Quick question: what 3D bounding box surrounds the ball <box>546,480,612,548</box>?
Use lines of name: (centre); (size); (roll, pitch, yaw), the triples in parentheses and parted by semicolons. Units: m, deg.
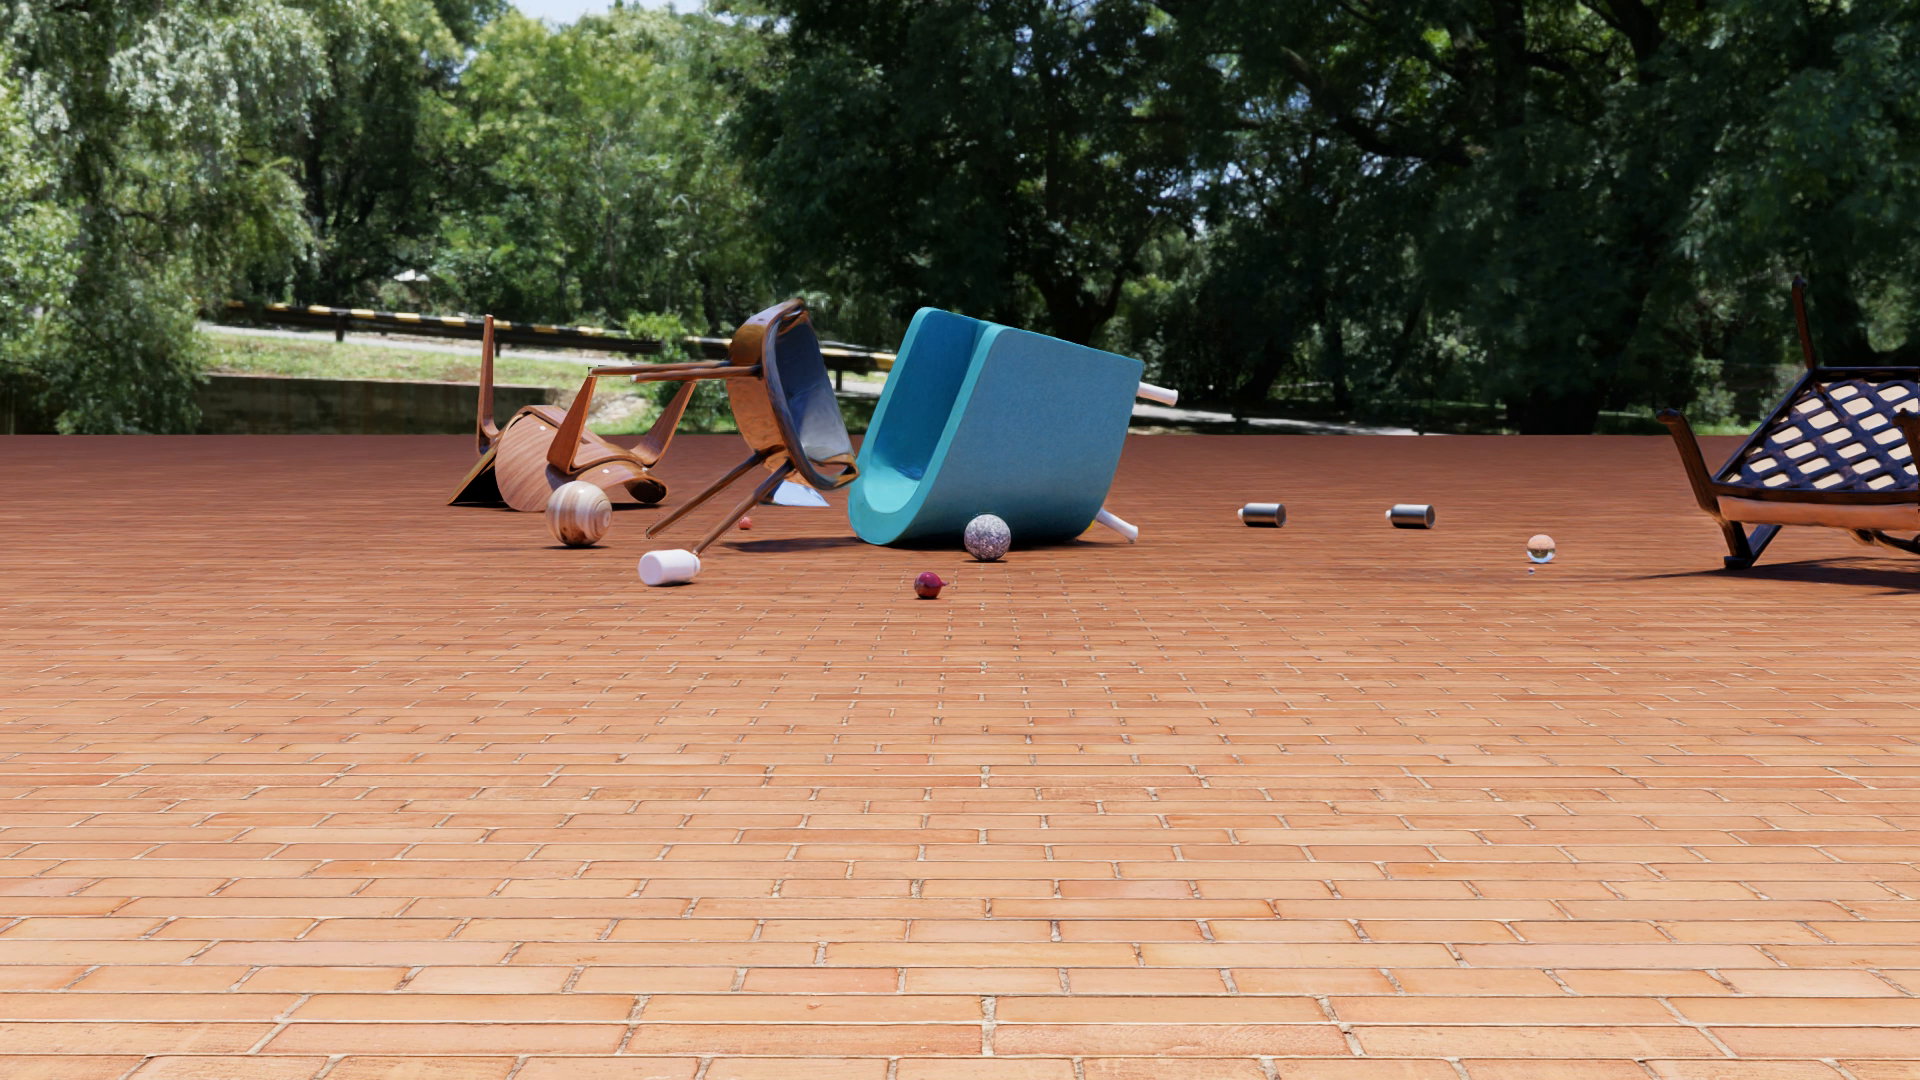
ball: (-1.082, -0.074, 6.242); (0.189, 0.189, 0.189); (0, 4, 0)

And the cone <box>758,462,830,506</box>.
cone: (-0.605, -0.176, 8.489); (0.254, 0.123, 0.243); (23, 51, 24)

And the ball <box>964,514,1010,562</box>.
ball: (0.071, -0.005, 5.729); (0.123, 0.123, 0.123); (0, 4, 0)

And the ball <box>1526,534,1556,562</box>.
ball: (1.501, 0.022, 5.679); (0.075, 0.075, 0.075); (0, 4, 0)
